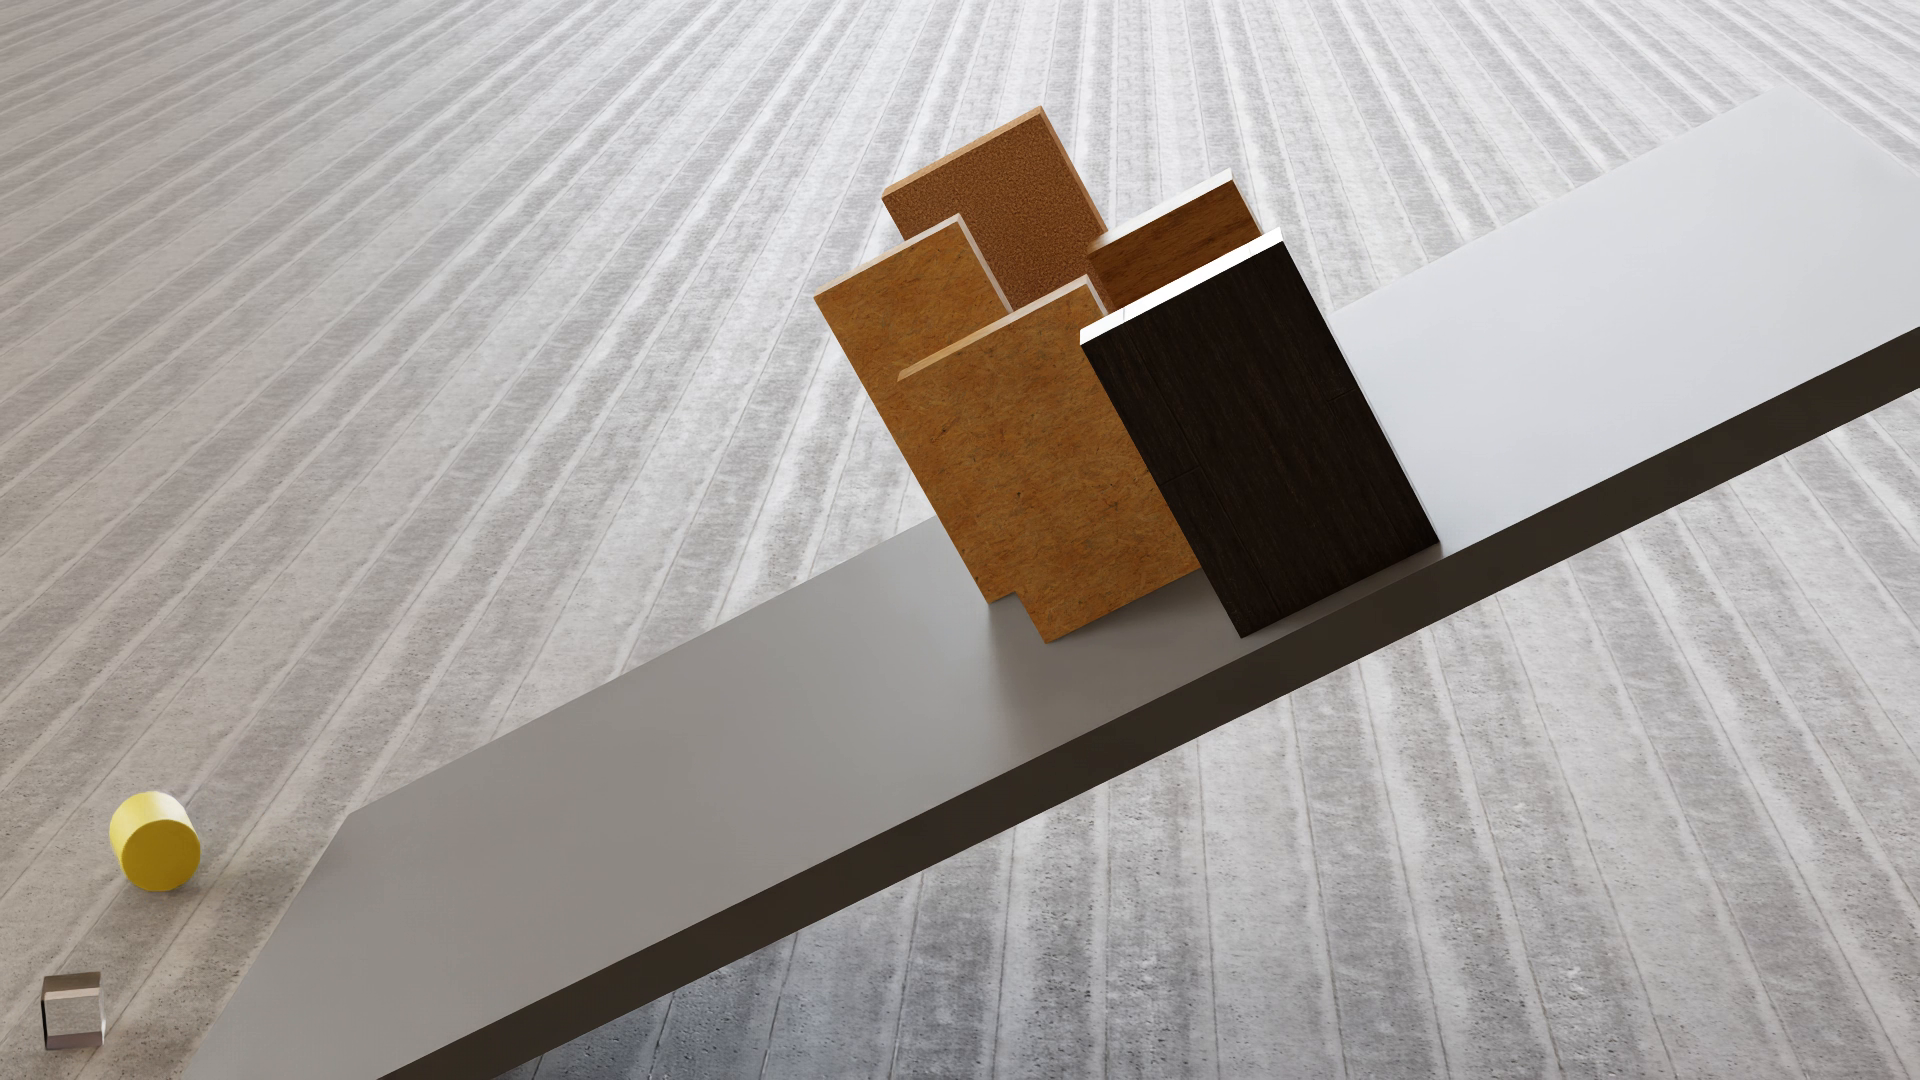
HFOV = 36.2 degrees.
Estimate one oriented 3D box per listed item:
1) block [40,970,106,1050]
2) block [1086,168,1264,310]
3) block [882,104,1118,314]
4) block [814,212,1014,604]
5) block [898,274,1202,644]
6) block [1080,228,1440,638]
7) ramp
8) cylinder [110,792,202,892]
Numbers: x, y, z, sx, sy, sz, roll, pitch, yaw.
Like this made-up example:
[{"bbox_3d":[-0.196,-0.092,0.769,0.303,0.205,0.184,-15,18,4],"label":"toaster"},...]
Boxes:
[{"bbox_3d":[-1.989,1.056,6.601,0.124,0.124,0.124,-4,18,-12],"label":"block"},{"bbox_3d":[0.560,-0.505,6.522,0.355,0.515,0.138,-27,14,11],"label":"block"},{"bbox_3d":[0.194,-0.552,6.823,0.411,0.799,0.120,-27,14,11],"label":"block"},{"bbox_3d":[0.029,-0.274,6.250,0.344,0.766,0.085,-27,14,11],"label":"block"},{"bbox_3d":[0.209,-0.155,5.800,0.417,0.612,0.083,-27,14,11],"label":"block"},{"bbox_3d":[0.536,-0.187,5.251,0.396,0.618,0.113,-27,14,11],"label":"block"},{"bbox_3d":[0.141,0.167,6.282,4.000,0.100,2.000,-27,14,11],"label":"ramp"},{"bbox_3d":[-2.029,0.759,7.416,0.194,0.194,0.194,-8,19,-23],"label":"cylinder"}]
